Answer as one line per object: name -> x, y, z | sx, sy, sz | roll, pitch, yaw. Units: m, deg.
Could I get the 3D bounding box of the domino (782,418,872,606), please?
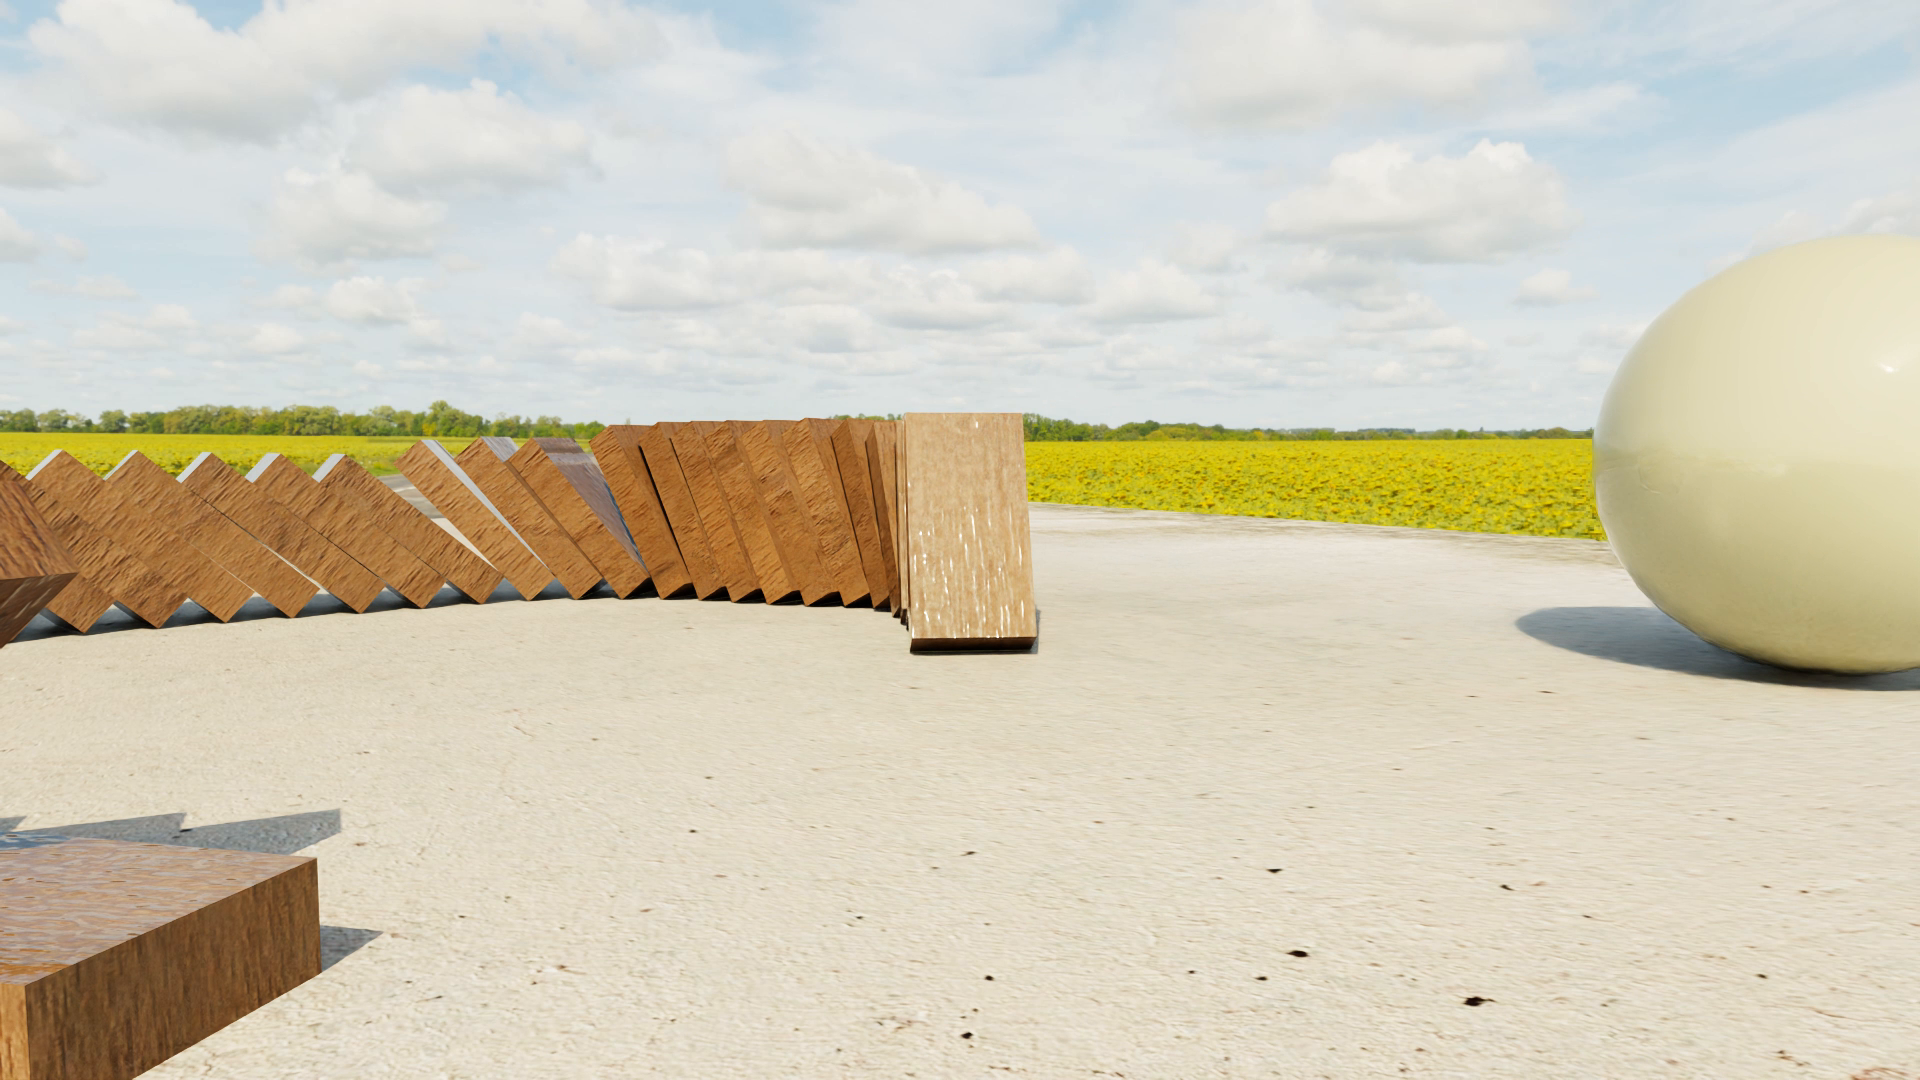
domino -> -0.028, -0.008, 0.345 | 0.010, 0.050, 0.025 | -30, -15, 33

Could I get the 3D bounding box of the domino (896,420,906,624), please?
domino -> -0.002, -0.005, 0.312 | 0.025, 0.050, 0.010 | 0, -25, -5

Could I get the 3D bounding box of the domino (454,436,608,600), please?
domino -> -0.117, -0.007, 0.360 | 0.009, 0.050, 0.025 | -40, 4, 2

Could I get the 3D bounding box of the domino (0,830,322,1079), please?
domino -> -0.079, 0.031, 0.097 | 0.050, 0.010, 0.025 | 1, 4, 13

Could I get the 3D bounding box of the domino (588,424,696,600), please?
domino -> -0.083, -0.009, 0.363 | 0.010, 0.050, 0.025 | -32, -11, 26

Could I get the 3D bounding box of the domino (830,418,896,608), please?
domino -> -0.016, -0.007, 0.338 | 0.025, 0.050, 0.010 | 0, -25, -35

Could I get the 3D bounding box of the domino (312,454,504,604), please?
domino -> -0.147, -0.003, 0.340 | 0.050, 0.009, 0.025 | 44, -19, -27

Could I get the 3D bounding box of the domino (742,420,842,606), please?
domino -> -0.039, -0.008, 0.348 | 0.010, 0.050, 0.025 | -30, -13, 33

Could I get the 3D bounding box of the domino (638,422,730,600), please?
domino -> -0.070, -0.009, 0.360 | 0.010, 0.050, 0.025 | -30, -14, 32

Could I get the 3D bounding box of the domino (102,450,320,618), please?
domino -> -0.182, -0.001, 0.313 | 0.050, 0.009, 0.025 | 47, -22, -28

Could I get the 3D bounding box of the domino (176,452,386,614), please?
domino -> -0.170, -0.002, 0.321 | 0.050, 0.010, 0.025 | 46, -22, -28

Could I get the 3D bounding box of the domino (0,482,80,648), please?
domino -> -0.097, 0.015, 0.099 | 0.050, 0.009, 0.025 | -38, -5, 12

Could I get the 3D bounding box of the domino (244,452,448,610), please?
domino -> -0.158, -0.002, 0.330 | 0.050, 0.009, 0.025 | 46, -21, -28

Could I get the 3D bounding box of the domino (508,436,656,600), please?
domino -> -0.103, -0.007, 0.363 | 0.009, 0.050, 0.025 | -40, -2, 9

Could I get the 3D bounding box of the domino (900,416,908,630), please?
domino -> -0.001, -0.005, 0.300 | 0.025, 0.050, 0.010 | 0, -22, -5

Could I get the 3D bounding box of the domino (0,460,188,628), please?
domino -> -0.204, 0.000, 0.292 | 0.025, 0.010, 0.050 | 4, -38, 46

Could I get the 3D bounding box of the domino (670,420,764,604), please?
domino -> -0.060, -0.009, 0.355 | 0.010, 0.050, 0.025 | -30, -13, 32

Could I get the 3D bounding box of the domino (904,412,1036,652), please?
domino -> 0.001, -0.002, 0.268 | 0.025, 0.050, 0.009 | 0, -22, -5

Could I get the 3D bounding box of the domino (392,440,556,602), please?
domino -> -0.132, -0.006, 0.354 | 0.009, 0.050, 0.025 | -43, 12, -7

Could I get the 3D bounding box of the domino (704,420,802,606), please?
domino -> -0.050, -0.008, 0.351 | 0.010, 0.050, 0.025 | -30, -13, 32

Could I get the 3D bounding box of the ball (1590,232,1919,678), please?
ball -> 0.160, -0.015, 0.235 | 0.080, 0.080, 0.080 | 0, 4, 0

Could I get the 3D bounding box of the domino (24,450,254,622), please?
domino -> -0.194, -0.001, 0.303 | 0.025, 0.010, 0.050 | 5, -37, 51

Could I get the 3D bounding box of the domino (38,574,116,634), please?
domino -> -0.214, 0.001, 0.281 | 0.025, 0.009, 0.050 | 2, -39, 43

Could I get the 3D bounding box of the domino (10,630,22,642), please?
domino -> -0.221, 0.002, 0.267 | 0.025, 0.009, 0.050 | 2, -39, 35

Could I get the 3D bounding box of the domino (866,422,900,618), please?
domino -> -0.007, -0.006, 0.325 | 0.025, 0.050, 0.010 | -1, -26, -19
